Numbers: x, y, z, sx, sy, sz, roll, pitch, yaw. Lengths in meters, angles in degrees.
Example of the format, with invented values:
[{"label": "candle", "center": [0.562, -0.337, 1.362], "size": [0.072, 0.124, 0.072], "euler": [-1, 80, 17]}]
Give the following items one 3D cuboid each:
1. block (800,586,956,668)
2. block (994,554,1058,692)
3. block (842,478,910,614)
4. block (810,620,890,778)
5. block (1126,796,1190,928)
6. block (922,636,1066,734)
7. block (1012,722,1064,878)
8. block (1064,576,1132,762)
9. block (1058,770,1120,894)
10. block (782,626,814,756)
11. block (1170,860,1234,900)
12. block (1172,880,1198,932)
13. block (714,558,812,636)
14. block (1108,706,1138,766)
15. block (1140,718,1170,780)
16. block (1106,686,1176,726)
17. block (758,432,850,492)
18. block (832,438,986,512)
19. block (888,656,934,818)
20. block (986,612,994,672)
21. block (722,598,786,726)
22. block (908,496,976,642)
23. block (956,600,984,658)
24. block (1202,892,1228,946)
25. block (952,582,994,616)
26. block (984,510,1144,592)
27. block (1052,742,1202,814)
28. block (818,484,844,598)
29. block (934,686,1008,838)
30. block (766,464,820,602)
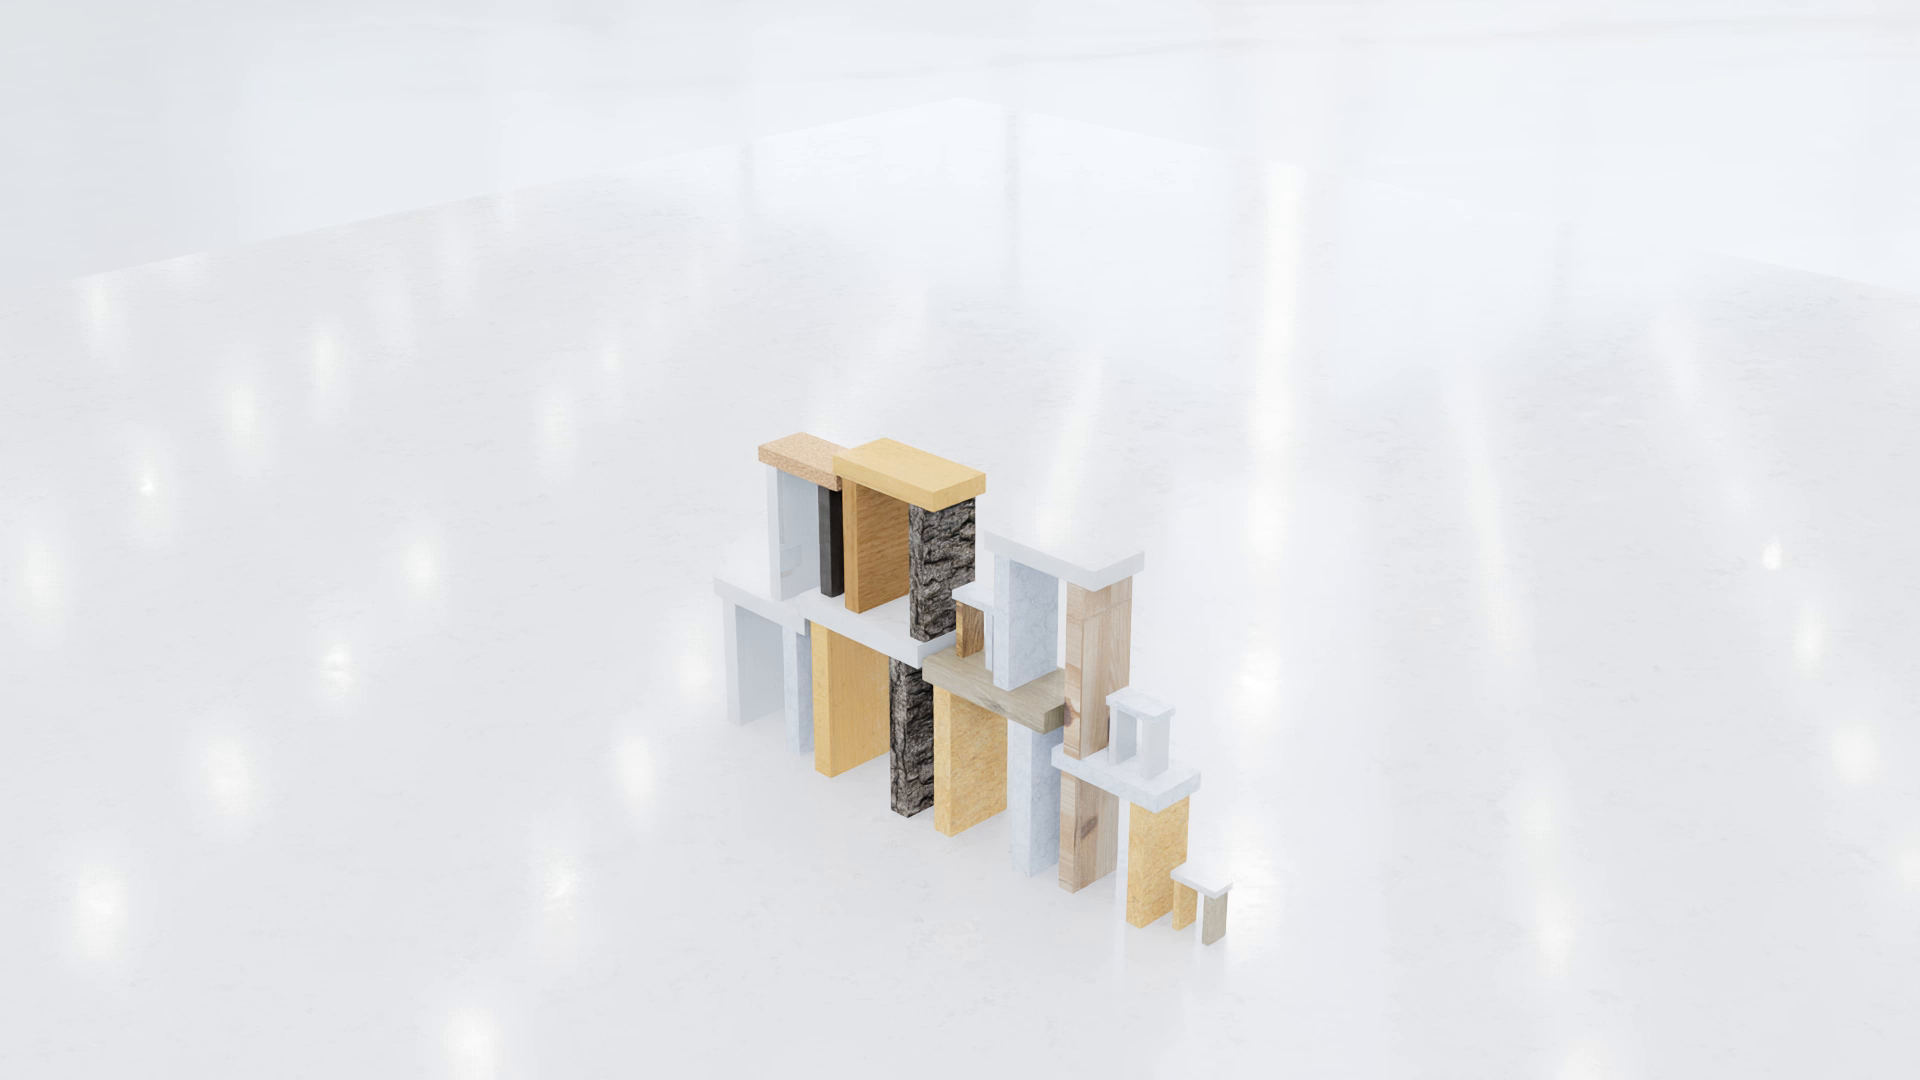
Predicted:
[{"label": "block", "center": [-0.144, 0.156, 4.440], "size": [0.347, 0.049, 0.174], "euler": [21, 31, 41]}, {"label": "block", "center": [0.125, 0.136, 4.147], "size": [0.039, 0.273, 0.136], "euler": [21, 31, 41]}, {"label": "block", "center": [-0.167, -0.007, 4.400], "size": [0.141, 0.283, 0.040], "euler": [-21, 31, -41]}, {"label": "block", "center": [-0.226, 0.307, 4.593], "size": [0.049, 0.347, 0.174], "euler": [21, 31, 41]}, {"label": "block", "center": [0.366, 0.580, 4.069], "size": [0.036, 0.255, 0.127], "euler": [21, 31, 41]}, {"label": "block", "center": [0.098, 0.274, 4.230], "size": [0.323, 0.046, 0.162], "euler": [21, 31, 41]}, {"label": "block", "center": [0.174, 0.473, 4.232], "size": [0.046, 0.323, 0.162], "euler": [21, 31, 41]}, {"label": "block", "center": [0.254, 0.222, 4.044], "size": [0.136, 0.351, 0.039], "euler": [-21, 31, -41]}, {"label": "block", "center": [0.246, 0.533, 4.179], "size": [0.036, 0.255, 0.127], "euler": [21, 31, 41]}, {"label": "block", "center": [-0.303, 0.299, 4.677], "size": [0.042, 0.295, 0.148], "euler": [21, 31, 41]}, {"label": "block", "center": [0.441, 0.620, 4.014], "size": [0.104, 0.015, 0.052], "euler": [21, 31, 41]}, {"label": "block", "center": [0.416, 0.665, 4.060], "size": [0.015, 0.104, 0.052], "euler": [21, 31, 41]}, {"label": "block", "center": [-0.373, 0.117, 4.675], "size": [0.295, 0.042, 0.148], "euler": [21, 31, 41]}, {"label": "block", "center": [0.300, 0.351, 4.041], "size": [0.016, 0.116, 0.058], "euler": [21, 31, 41]}, {"label": "block", "center": [0.355, 0.372, 3.991], "size": [0.016, 0.116, 0.058], "euler": [21, 31, 41]}, {"label": "block", "center": [0.327, 0.300, 3.990], "size": [0.116, 0.016, 0.058], "euler": [21, 31, 41]}, {"label": "block", "center": [-0.286, -0.161, 4.468], "size": [0.239, 0.034, 0.120], "euler": [21, 31, 41]}, {"label": "block", "center": [-0.100, -0.129, 4.275], "size": [0.141, 0.040, 0.283], "euler": [-21, 31, -41]}, {"label": "block", "center": [-0.062, 0.371, 4.442], "size": [0.049, 0.347, 0.174], "euler": [21, 31, 41]}, {"label": "block", "center": [0.076, 0.187, 4.223], "size": [0.017, 0.120, 0.060], "euler": [21, 31, 41]}, {"label": "block", "center": [-0.443, 0.245, 4.805], "size": [0.042, 0.295, 0.148], "euler": [21, 31, 41]}, {"label": "block", "center": [-0.034, 0.045, 4.277], "size": [0.141, 0.283, 0.040], "euler": [-21, 31, -41]}, {"label": "block", "center": [0.020, 0.165, 4.275], "size": [0.017, 0.120, 0.060], "euler": [21, 31, 41]}, {"label": "block", "center": [0.466, 0.684, 4.014], "size": [0.015, 0.104, 0.052], "euler": [21, 31, 41]}, {"label": "block", "center": [0.048, 0.113, 4.222], "size": [0.120, 0.017, 0.060], "euler": [21, 31, 41]}, {"label": "block", "center": [0.189, 0.018, 4.027], "size": [0.136, 0.039, 0.273], "euler": [-21, 31, -41]}, {"label": "block", "center": [0.306, 0.422, 4.067], "size": [0.255, 0.036, 0.127], "euler": [21, 31, 41]}, {"label": "block", "center": [-0.230, -0.013, 4.470], "size": [0.120, 0.239, 0.034], "euler": [-21, 31, -41]}, {"label": "block", "center": [0.022, 0.414, 4.372], "size": [0.046, 0.323, 0.162], "euler": [21, 31, 41]}, {"label": "block", "center": [-0.343, -0.030, 4.585], "size": [0.034, 0.299, 0.120], "euler": [21, 31, 41]}]
